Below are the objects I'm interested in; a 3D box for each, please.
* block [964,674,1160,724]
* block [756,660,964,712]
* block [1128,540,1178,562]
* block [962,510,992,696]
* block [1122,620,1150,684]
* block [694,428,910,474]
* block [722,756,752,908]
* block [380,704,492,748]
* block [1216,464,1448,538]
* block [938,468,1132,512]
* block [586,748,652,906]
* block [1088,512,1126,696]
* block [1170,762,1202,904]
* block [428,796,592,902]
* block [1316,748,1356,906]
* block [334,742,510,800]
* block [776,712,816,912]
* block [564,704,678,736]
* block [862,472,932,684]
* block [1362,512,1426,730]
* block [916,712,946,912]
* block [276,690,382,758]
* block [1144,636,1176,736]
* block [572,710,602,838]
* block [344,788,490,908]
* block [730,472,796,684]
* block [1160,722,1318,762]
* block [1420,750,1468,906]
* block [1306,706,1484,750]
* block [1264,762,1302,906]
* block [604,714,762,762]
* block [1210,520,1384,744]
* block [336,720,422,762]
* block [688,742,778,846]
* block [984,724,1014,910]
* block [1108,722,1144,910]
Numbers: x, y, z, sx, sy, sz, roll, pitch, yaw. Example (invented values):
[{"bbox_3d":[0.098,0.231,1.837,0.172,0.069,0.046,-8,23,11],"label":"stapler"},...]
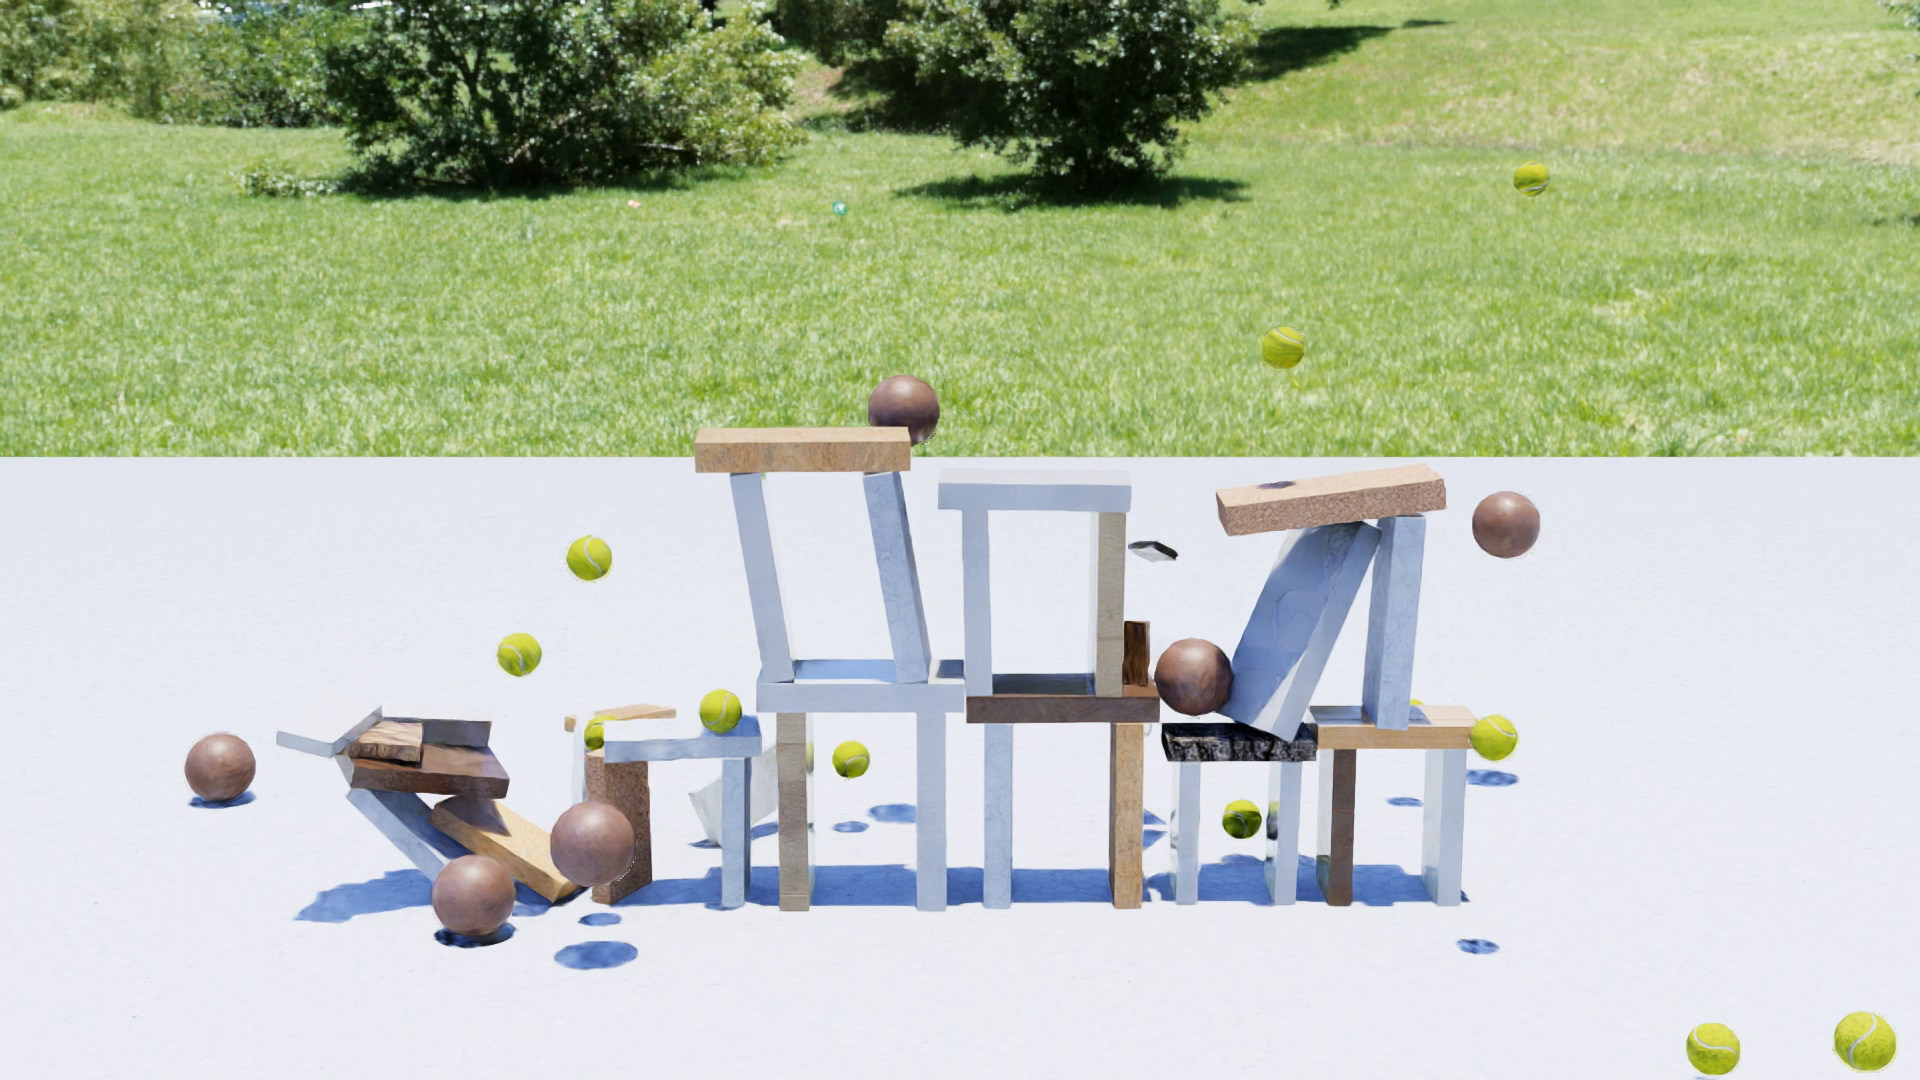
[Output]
[{"bbox_3d":[0.165,0.260,3.617,0.312,0.044,0.156,0,10,-1],"label":"block"},{"bbox_3d":[-0.160,0.238,3.601,0.335,0.047,0.167,0,11,0],"label":"block"},{"bbox_3d":[0.346,0.020,3.947,0.051,0.015,0.103,28,-12,-18],"label":"block"},{"bbox_3d":[0.027,0.088,3.585,0.043,0.304,0.152,-1,10,0],"label":"block"},{"bbox_3d":[0.284,0.184,3.612,0.051,0.103,0.015,3,6,26],"label":"block"},{"bbox_3d":[-0.251,-0.145,3.531,0.338,0.048,0.169,-1,11,-3],"label":"block"},{"bbox_3d":[-0.370,0.467,3.642,0.036,0.252,0.126,1,11,-1],"label":"block"},{"bbox_3d":[-0.886,0.319,3.704,0.184,0.092,0.026,4,47,-17],"label":"block"},{"bbox_3d":[0.596,-0.066,3.556,0.346,0.049,0.173,-7,10,3],"label":"block"},{"bbox_3d":[0.121,-0.081,3.542,0.304,0.043,0.152,1,11,3],"label":"block"},{"bbox_3d":[-0.565,0.465,3.652,0.036,0.252,0.126,4,11,25],"label":"block"},{"bbox_3d":[0.238,0.089,3.580,0.043,0.304,0.152,0,10,-2],"label":"block"},{"bbox_3d":[0.373,0.470,3.652,0.034,0.242,0.121,0,10,0],"label":"block"},{"bbox_3d":[-0.749,0.508,3.683,0.259,0.037,0.130,30,14,12],"label":"block"},{"bbox_3d":[0.624,0.458,3.649,0.038,0.267,0.134,0,10,0],"label":"block"},{"bbox_3d":[-0.887,0.374,3.625,0.259,0.037,0.130,9,15,-30],"label":"block"},{"bbox_3d":[-0.270,0.426,3.636,0.047,0.335,0.167,0,11,0],"label":"block"},{"bbox_3d":[-0.682,0.361,4.420,0.104,0.029,0.208,4,7,40],"label":"block"},{"bbox_3d":[-0.100,0.047,3.563,0.048,0.338,0.169,-9,10,3],"label":"block"},{"bbox_3d":[0.705,0.119,3.581,0.049,0.346,0.173,3,10,1],"label":"block"},{"bbox_3d":[-0.046,0.426,3.636,0.047,0.335,0.167,0,11,0],"label":"block"},{"bbox_3d":[-1.015,0.297,3.546,0.092,0.026,0.185,13,18,7],"label":"block"},{"bbox_3d":[0.331,0.255,3.869,0.051,0.183,0.015,10,-25,18],"label":"block"},{"bbox_3d":[-0.671,0.420,3.949,0.029,0.208,0.104,-2,31,-19],"label":"block"},{"bbox_3d":[-0.896,0.485,3.646,0.037,0.259,0.130,-43,8,7],"label":"block"},{"bbox_3d":[-0.318,0.046,3.565,0.048,0.338,0.169,-9,11,-1],"label":"block"},{"bbox_3d":[0.458,0.333,3.626,0.242,0.034,0.121,0,10,0],"label":"block"},{"bbox_3d":[0.802,0.458,3.649,0.038,0.267,0.134,0,10,0],"label":"block"},{"bbox_3d":[0.713,0.308,3.621,0.267,0.038,0.134,0,10,0],"label":"block"},{"bbox_3d":[0.536,0.470,3.651,0.034,0.242,0.121,1,10,-1],"label":"block"},{"bbox_3d":[-0.455,0.326,3.610,0.252,0.036,0.126,-2,11,-9],"label":"block"},{"bbox_3d":[0.552,0.136,3.621,0.049,0.374,0.173,26,-5,-28],"label":"block"},{"bbox_3d":[-0.972,0.322,3.580,0.185,0.026,0.092,6,17,-14],"label":"block"},{"bbox_3d":[-0.381,0.454,3.956,0.208,0.104,0.029,-30,10,-36],"label":"block"},{"bbox_3d":[0.064,0.436,3.644,0.044,0.312,0.156,0,10,2],"label":"block"},{"bbox_3d":[0.275,0.436,3.642,0.044,0.312,0.156,0,11,0],"label":"block"}]
